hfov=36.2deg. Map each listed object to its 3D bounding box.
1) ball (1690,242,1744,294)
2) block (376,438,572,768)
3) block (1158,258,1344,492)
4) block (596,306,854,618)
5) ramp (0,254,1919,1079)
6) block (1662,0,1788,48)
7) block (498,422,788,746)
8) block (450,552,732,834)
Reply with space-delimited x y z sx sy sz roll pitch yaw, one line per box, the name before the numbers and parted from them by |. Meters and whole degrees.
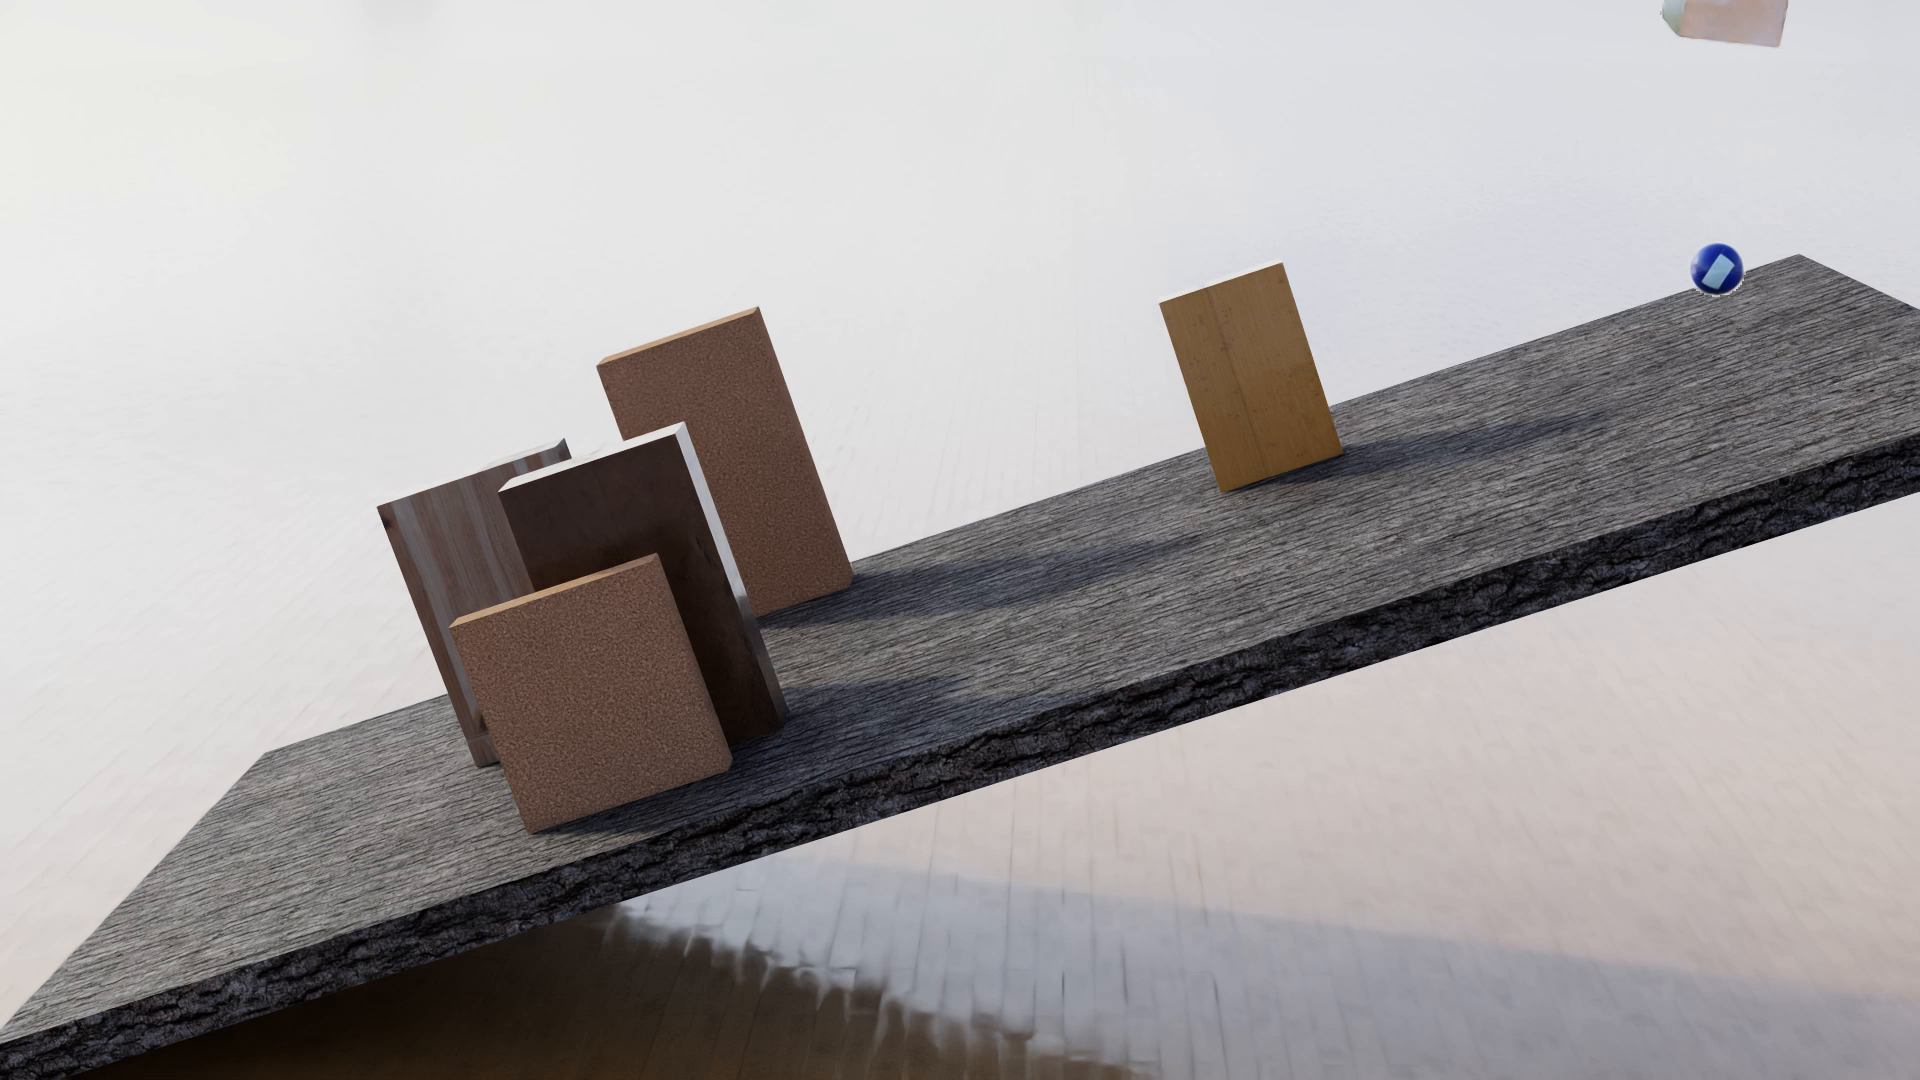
ball | 1.640 -0.588 6.372 0.113 0.113 0.113 0 12 0
block | -0.962 0.138 6.436 0.415 0.616 0.115 -18 11 6
block | 0.653 -0.370 6.617 0.288 0.454 0.082 -18 11 6
block | -0.558 -0.163 7.036 0.394 0.693 0.134 -18 11 6
ramp | 0.106 0.180 6.305 4.000 0.100 2.000 -18 11 6
block | 1.490 -1.079 5.698 0.194 0.194 0.194 6 21 1
block | -0.629 0.126 5.889 0.373 0.628 0.138 -18 11 6
block | -0.711 0.298 5.691 0.415 0.435 0.080 -18 11 6
